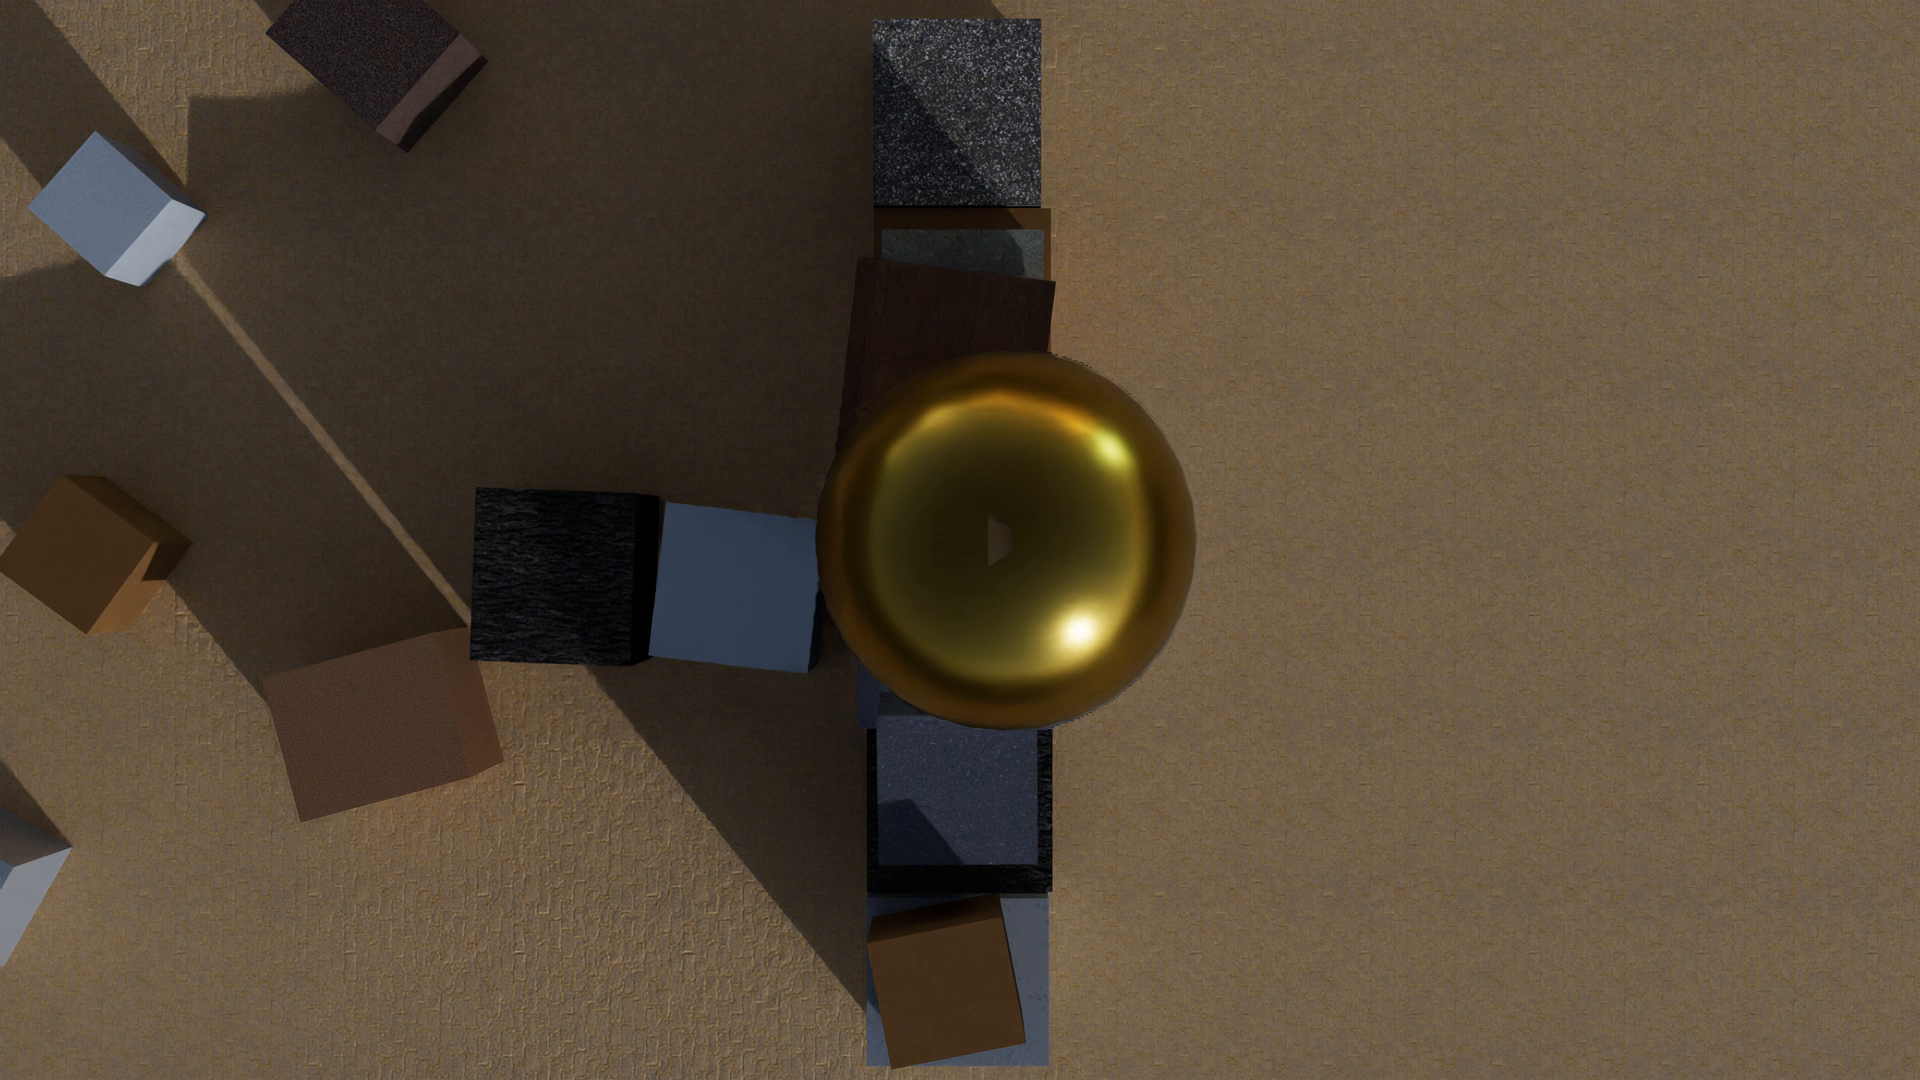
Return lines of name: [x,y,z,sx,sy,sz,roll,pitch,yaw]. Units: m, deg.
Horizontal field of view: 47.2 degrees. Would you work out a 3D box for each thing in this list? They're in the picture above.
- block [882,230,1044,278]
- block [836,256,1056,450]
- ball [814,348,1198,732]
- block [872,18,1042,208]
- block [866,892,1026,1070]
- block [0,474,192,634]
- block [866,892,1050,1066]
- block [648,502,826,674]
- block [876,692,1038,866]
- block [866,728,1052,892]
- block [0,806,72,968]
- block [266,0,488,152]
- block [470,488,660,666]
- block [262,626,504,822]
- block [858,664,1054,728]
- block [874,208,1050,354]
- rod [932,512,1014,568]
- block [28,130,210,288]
block: [0.014,-1.228,11.772,0.841,0.712,0.768,0,90,0]
block: [-0.077,-0.838,10.975,0.952,0.876,1.034,7,98,-1]
ball: [0.191,0.000,9.212,1.600,1.600,1.600,0,90,0]
block: [-0.016,-2.352,12.539,0.925,0.921,1.023,0,90,0]
block: [-0.069,2.302,11.561,0.699,0.788,0.653,-11,90,0]
block: [-4.987,0.081,12.686,0.650,0.628,0.646,36,90,0]
block: [-0.012,2.405,12.477,0.992,1.045,0.912,0,90,0]
block: [-1.228,0.264,12.544,0.881,0.911,0.849,7,90,0]
block: [-0.014,1.258,11.736,0.829,0.698,0.791,0,97,0]
block: [-0.001,1.494,12.564,1.024,0.873,0.895,0,90,0]
block: [-5.759,1.985,12.593,0.721,0.813,0.807,30,90,0]
block: [-3.334,-2.828,12.637,0.818,0.726,0.722,41,90,0]
block: [-2.236,0.202,12.539,0.882,0.922,0.952,2,90,0]
block: [-3.266,1.032,12.547,0.965,0.906,0.823,-15,90,0]
block: [-0.018,0.527,12.531,1.076,0.939,1.016,0,90,0]
block: [0.013,-1.336,12.564,0.977,0.872,0.987,0,90,0]
rod: [0.083,0.000,5.814,0.080,5.200,0.080,0,90,2]
block: [-4.845,-1.897,12.692,0.581,0.615,0.578,42,90,0]
